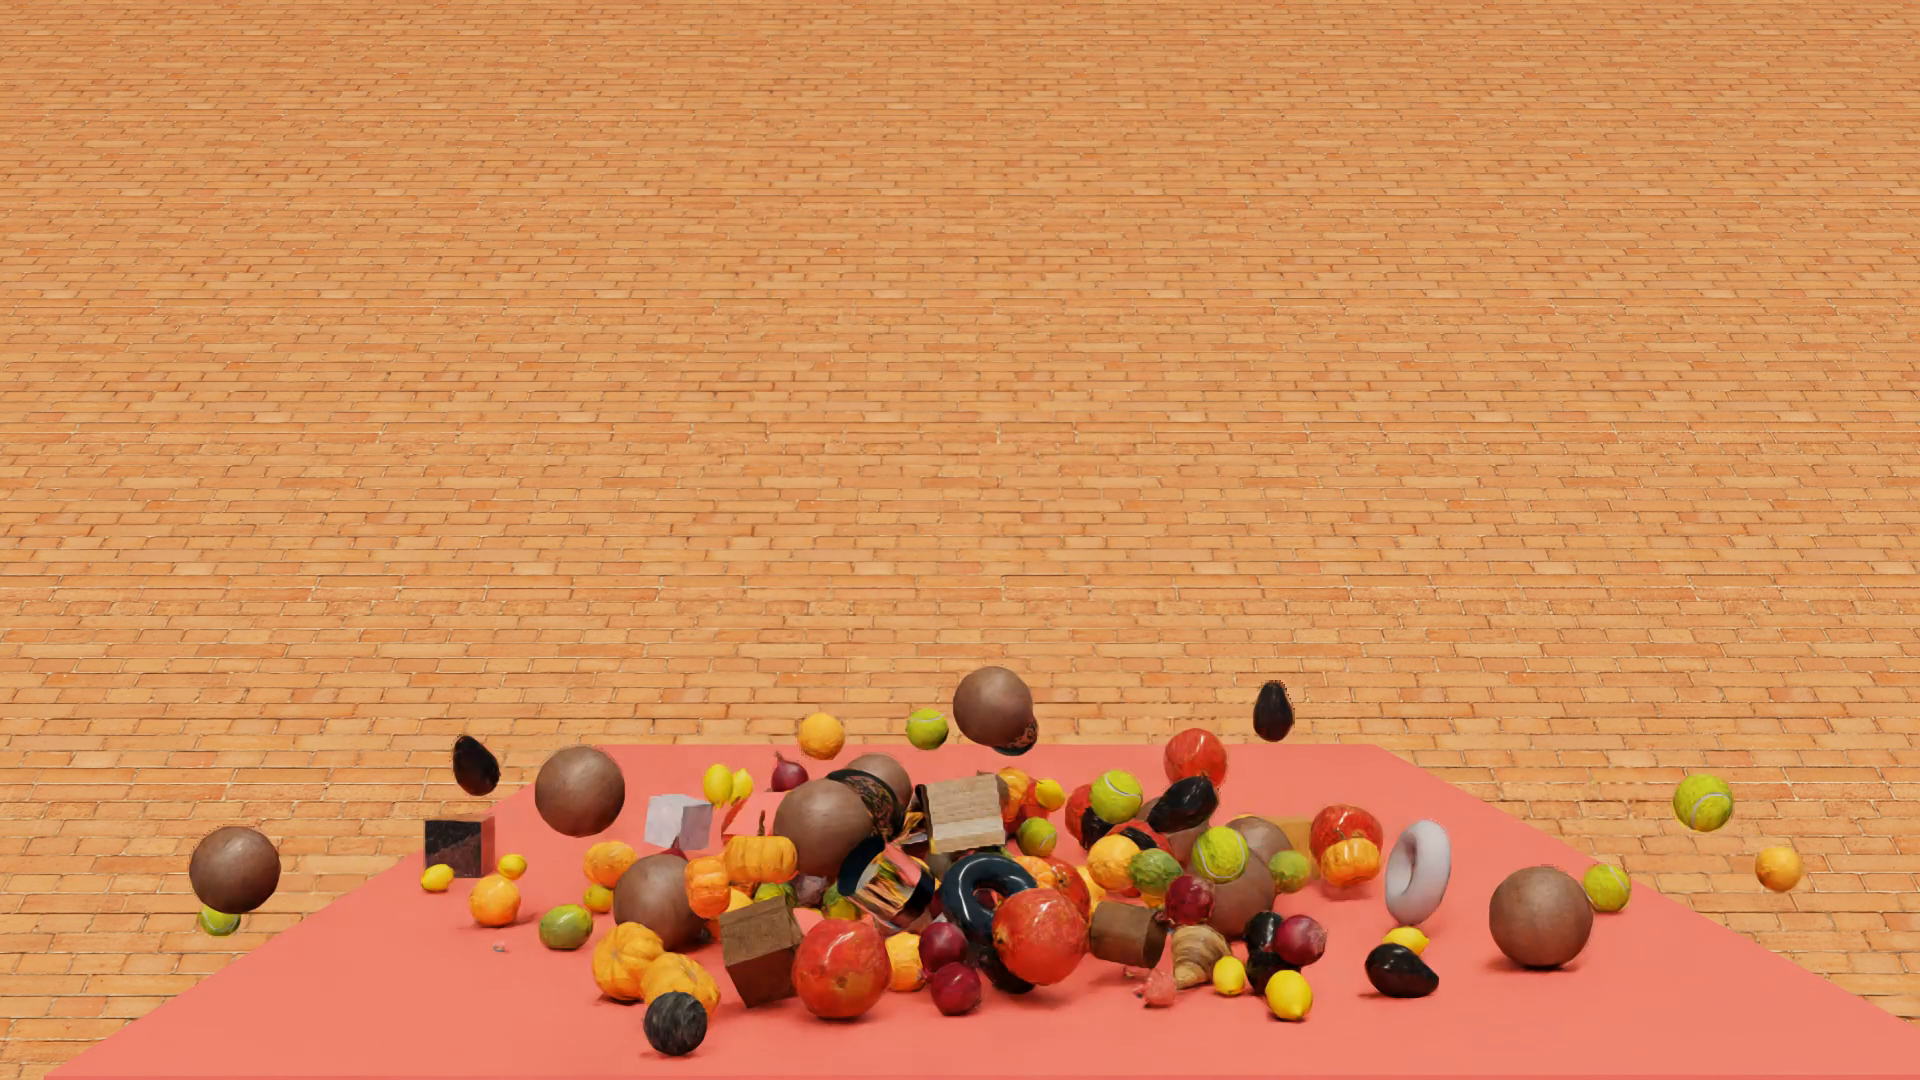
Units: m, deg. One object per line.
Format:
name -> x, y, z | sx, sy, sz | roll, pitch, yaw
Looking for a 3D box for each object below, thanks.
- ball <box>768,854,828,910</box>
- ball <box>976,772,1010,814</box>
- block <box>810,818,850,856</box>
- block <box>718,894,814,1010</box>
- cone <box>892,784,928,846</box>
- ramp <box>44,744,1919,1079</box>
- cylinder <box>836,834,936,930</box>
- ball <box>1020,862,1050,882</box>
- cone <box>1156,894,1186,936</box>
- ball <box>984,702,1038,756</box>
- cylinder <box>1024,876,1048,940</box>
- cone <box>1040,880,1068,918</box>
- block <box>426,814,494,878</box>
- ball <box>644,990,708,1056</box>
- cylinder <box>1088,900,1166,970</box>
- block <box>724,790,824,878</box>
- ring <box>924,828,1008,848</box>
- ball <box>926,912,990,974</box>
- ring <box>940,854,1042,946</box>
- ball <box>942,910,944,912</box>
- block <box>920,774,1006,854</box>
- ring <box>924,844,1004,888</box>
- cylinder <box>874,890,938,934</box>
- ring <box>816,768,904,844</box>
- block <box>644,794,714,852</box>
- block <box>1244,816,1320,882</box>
ball -> -0.237, 0.496, 3.770 | 0.087, 0.087, 0.087 | 0, 29, 0
ball -> 0.042, 0.401, 4.047 | 0.075, 0.075, 0.075 | 0, 29, 0
block -> -0.225, 0.507, 4.417 | 0.057, 0.057, 0.057 | 1, 0, -29
block -> -0.223, 0.475, 2.980 | 0.080, 0.080, 0.080 | -18, 40, 3
cone -> -0.071, 0.442, 3.965 | 0.096, 0.096, 0.096 | -41, 27, 14
ramp -> 0.065, 0.585, 4.634 | 2.000, 0.100, 4.000 | 0, 0, 0
cylinder -> -0.093, 0.430, 3.241 | 0.088, 0.088, 0.088 | 38, 17, -26
ball -> 0.099, 0.492, 3.712 | 0.062, 0.062, 0.062 | 0, 29, 0
cone -> 0.290, 0.514, 3.443 | 0.059, 0.059, 0.059 | 41, 30, -9
ball -> 0.086, 0.315, 4.295 | 0.090, 0.090, 0.090 | 0, 29, 0
cylinder -> 0.056, 0.490, 3.470 | 0.089, 0.089, 0.089 | 10, 21, -31
cone -> 0.111, 0.488, 3.605 | 0.057, 0.057, 0.057 | 36, 40, 14
block -> -0.804, 0.493, 4.163 | 0.090, 0.090, 0.090 | 0, 0, 3
ball -> -0.301, 0.511, 2.734 | 0.068, 0.068, 0.068 | 0, 29, 0
cylinder -> 0.205, 0.482, 3.160 | 0.073, 0.073, 0.073 | 7, 29, 26
block -> -0.268, 0.423, 3.725 | 0.085, 0.085, 0.085 | 0, 43, 41
ring -> 0.009, 0.511, 4.442 | 0.150, 0.050, 0.150 | 1, -1, 0
ball -> -0.002, 0.502, 3.229 | 0.081, 0.081, 0.081 | 0, 29, 0
ring -> 0.038, 0.438, 3.149 | 0.131, 0.044, 0.131 | 11, 44, -10
ball -> 0.015, 0.468, 3.317 | 0.078, 0.078, 0.078 | 0, 29, 0
block -> 0.003, 0.360, 3.398 | 0.091, 0.091, 0.091 | -8, -6, -7
ring -> 0.006, 0.468, 3.821 | 0.129, 0.043, 0.129 | -20, 31, 13
cylinder -> -0.074, 0.503, 3.523 | 0.069, 0.069, 0.069 | -4, 26, 21
ring -> -0.146, 0.390, 3.761 | 0.139, 0.139, 0.046 | 12, 42, 20
block -> -0.469, 0.471, 4.314 | 0.077, 0.077, 0.077 | 11, 4, 36
block -> 0.512, 0.491, 4.116 | 0.092, 0.092, 0.092 | 0, 0, -16
